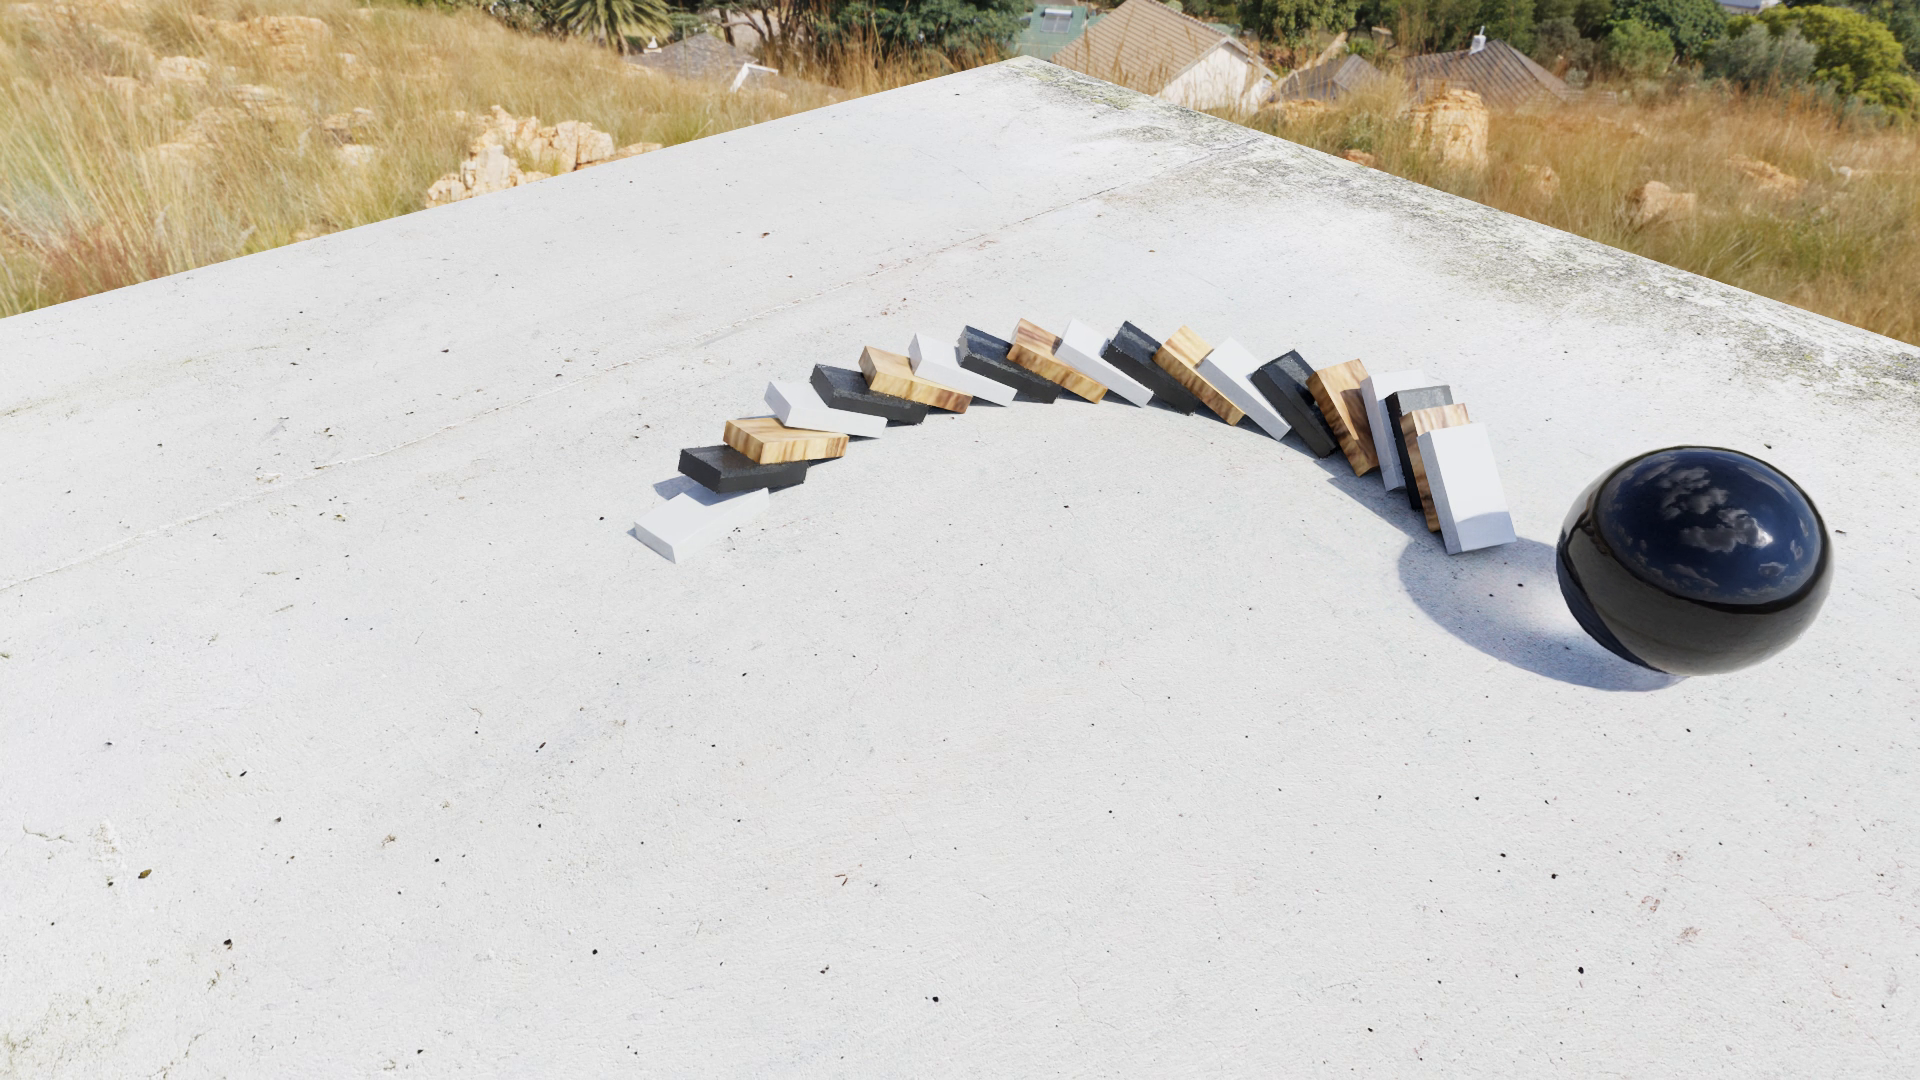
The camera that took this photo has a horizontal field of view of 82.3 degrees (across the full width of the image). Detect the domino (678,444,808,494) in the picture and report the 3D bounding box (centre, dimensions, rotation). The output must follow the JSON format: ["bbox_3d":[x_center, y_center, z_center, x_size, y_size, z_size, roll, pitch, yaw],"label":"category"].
[{"bbox_3d":[-0.091,-0.031,0.466,0.025,0.009,0.050,28,23,30],"label":"domino"}]

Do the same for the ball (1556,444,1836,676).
[{"bbox_3d":[0.251,0.007,0.379,0.080,0.080,0.080,0,39,0],"label":"ball"}]

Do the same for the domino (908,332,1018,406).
[{"bbox_3d":[0.001,-0.082,0.527,0.050,0.010,0.025,16,34,-22],"label":"domino"}]

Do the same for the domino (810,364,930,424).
[{"bbox_3d":[-0.042,-0.068,0.510,0.050,0.009,0.025,6,32,-35],"label":"domino"}]

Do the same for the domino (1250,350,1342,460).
[{"bbox_3d":[0.159,-0.062,0.504,0.025,0.010,0.050,-27,71,-29],"label":"domino"}]

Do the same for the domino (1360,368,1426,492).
[{"bbox_3d":[0.193,-0.048,0.478,0.025,0.009,0.050,-8,81,-11],"label":"domino"}]

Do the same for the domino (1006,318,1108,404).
[{"bbox_3d":[0.048,-0.087,0.533,0.050,0.009,0.025,25,39,-10],"label":"domino"}]

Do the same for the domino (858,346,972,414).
[{"bbox_3d":[-0.021,-0.076,0.520,0.050,0.009,0.025,11,33,-28],"label":"domino"}]

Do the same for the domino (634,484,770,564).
[{"bbox_3d":[-0.107,-0.011,0.457,0.025,0.010,0.050,28,47,30],"label":"domino"}]

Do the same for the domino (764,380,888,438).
[{"bbox_3d":[-0.061,-0.059,0.499,0.050,0.010,0.025,4,31,-38],"label":"domino"}]

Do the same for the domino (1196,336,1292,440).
[{"bbox_3d":[0.137,-0.071,0.514,0.050,0.010,0.025,42,51,8],"label":"domino"}]

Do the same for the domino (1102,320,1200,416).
[{"bbox_3d":[0.095,-0.083,0.528,0.050,0.010,0.025,34,44,0],"label":"domino"}]

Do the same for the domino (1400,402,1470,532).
[{"bbox_3d":[0.202,-0.030,0.456,0.025,0.009,0.050,-10,81,-11],"label":"domino"}]

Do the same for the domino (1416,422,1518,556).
[{"bbox_3d":[0.205,-0.021,0.445,0.025,0.010,0.050,-9,81,-11],"label":"domino"}]

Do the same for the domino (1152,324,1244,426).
[{"bbox_3d":[0.118,-0.079,0.523,0.050,0.009,0.025,41,50,7],"label":"domino"}]

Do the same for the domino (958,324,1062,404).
[{"bbox_3d":[0.024,-0.085,0.531,0.050,0.009,0.025,19,36,-18],"label":"domino"}]

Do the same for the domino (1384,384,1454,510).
[{"bbox_3d":[0.200,-0.040,0.468,0.025,0.010,0.050,-8,81,-11],"label":"domino"}]

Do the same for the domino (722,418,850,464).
[{"bbox_3d":[-0.076,-0.045,0.483,0.025,0.009,0.050,31,26,32],"label":"domino"}]

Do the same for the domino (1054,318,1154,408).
[{"bbox_3d":[0.071,-0.086,0.532,0.050,0.010,0.025,29,41,-5],"label":"domino"}]

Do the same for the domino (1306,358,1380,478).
[{"bbox_3d":[0.178,-0.055,0.491,0.025,0.009,0.050,-18,73,-20],"label":"domino"}]
